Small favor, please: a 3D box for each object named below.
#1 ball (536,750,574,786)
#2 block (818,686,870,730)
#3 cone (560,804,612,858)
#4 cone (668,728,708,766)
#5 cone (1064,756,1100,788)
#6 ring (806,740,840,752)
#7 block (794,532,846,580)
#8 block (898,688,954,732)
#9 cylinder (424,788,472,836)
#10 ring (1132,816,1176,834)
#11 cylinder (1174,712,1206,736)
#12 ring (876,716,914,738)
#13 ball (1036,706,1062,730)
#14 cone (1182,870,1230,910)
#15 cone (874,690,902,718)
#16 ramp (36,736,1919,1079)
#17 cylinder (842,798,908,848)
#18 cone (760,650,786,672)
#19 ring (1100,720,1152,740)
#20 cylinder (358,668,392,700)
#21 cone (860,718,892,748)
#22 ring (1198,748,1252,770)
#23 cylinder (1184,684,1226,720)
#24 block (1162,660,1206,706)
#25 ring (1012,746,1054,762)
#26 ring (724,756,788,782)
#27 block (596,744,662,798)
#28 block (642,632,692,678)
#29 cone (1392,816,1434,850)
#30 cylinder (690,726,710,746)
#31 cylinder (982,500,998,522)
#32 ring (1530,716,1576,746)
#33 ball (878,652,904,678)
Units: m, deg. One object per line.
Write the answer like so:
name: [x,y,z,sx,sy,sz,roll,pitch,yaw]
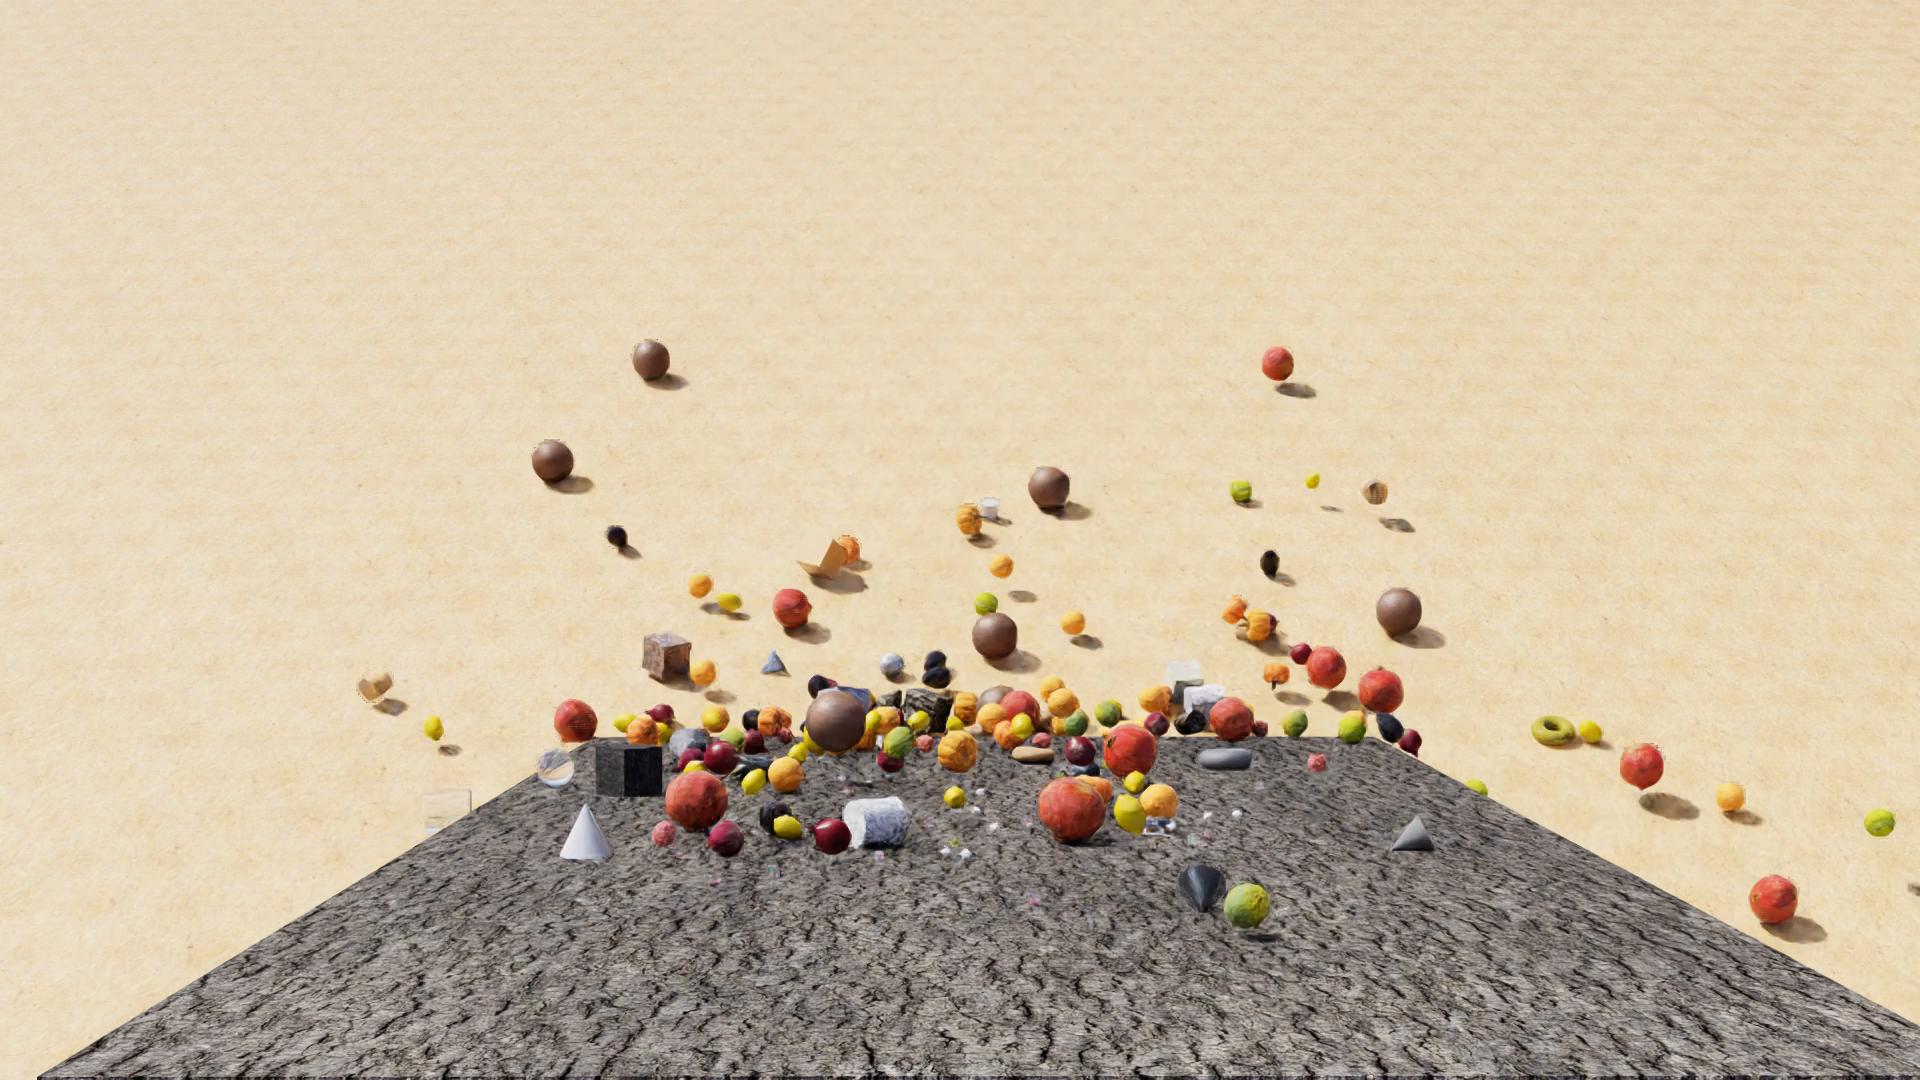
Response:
ball: [-0.848,0.477,5.412,0.078,0.078,0.078,0,28,0]
block: [-0.303,0.440,6.750,0.098,0.098,0.098,7,-13,-36]
cone: [-0.625,0.482,4.319,0.090,0.090,0.090,0,1,0]
cone: [-0.619,0.491,5.882,0.092,0.092,0.092,-2,30,-4]
cone: [0.238,0.492,5.329,0.074,0.074,0.074,21,30,33]
ring: [-0.330,0.495,6.221,0.079,0.026,0.079,-1,2,0]
block: [-0.404,0.047,7.504,0.092,0.092,0.092,14,70,32]
block: [-0.089,0.445,6.749,0.092,0.092,0.092,18,3,27]
cylinder: [-1.074,0.570,5.415,0.096,0.096,0.096,0,28,-14]
ring: [0.345,0.511,4.616,0.078,0.026,0.078,-1,1,0]
cylinder: [0.592,0.472,6.654,0.057,0.057,0.057,-20,0,-32]
ring: [-0.176,0.491,6.763,0.115,0.038,0.115,12,14,-3]
ball: [0.232,0.468,6.796,0.067,0.067,0.067,0,28,0]
cone: [0.348,0.516,3.708,0.071,0.071,0.071,7,10,12]
cone: [-0.172,0.418,6.817,0.083,0.083,0.083,16,44,-16]
ramp: [0.064,0.573,4.616,2.000,0.100,4.000,0,1,0]
cylinder: [-0.146,0.484,4.426,0.082,0.082,0.082,-1,25,-30]
cone: [-0.520,0.345,7.063,0.067,0.067,0.067,-33,36,-6]
ring: [0.423,0.483,6.580,0.130,0.043,0.130,-1,1,0]
cylinder: [-1.561,0.385,6.903,0.064,0.064,0.064,16,35,27]
cone: [-0.199,0.490,6.334,0.078,0.078,0.078,-6,28,-10]
ring: [0.596,0.491,5.808,0.122,0.041,0.122,-2,1,0]
cylinder: [0.648,0.432,6.834,0.094,0.094,0.094,-4,29,-7]
block: [0.599,0.381,6.924,0.084,0.084,0.084,-4,37,-14]
ring: [0.169,0.493,5.935,0.098,0.033,0.098,3,-5,0]
ring: [-0.437,0.492,5.542,0.139,0.046,0.139,0,0,0]
block: [-0.675,0.469,5.266,0.097,0.097,0.097,-1,1,-45]
block: [-0.798,0.313,7.035,0.091,0.091,0.091,-9,23,-43]
cone: [0.759,0.510,4.374,0.067,0.067,0.067,-27,30,3]
cylinder: [-0.633,0.479,6.229,0.059,0.059,0.059,-7,2,-13]
cylinder: [0.091,-0.090,7.842,0.052,0.052,0.052,-1,25,1]
ring: [1.554,0.499,6.771,0.117,0.039,0.117,-1,29,1]
ball: [-0.188,0.340,7.036,0.067,0.067,0.067,0,28,0]
